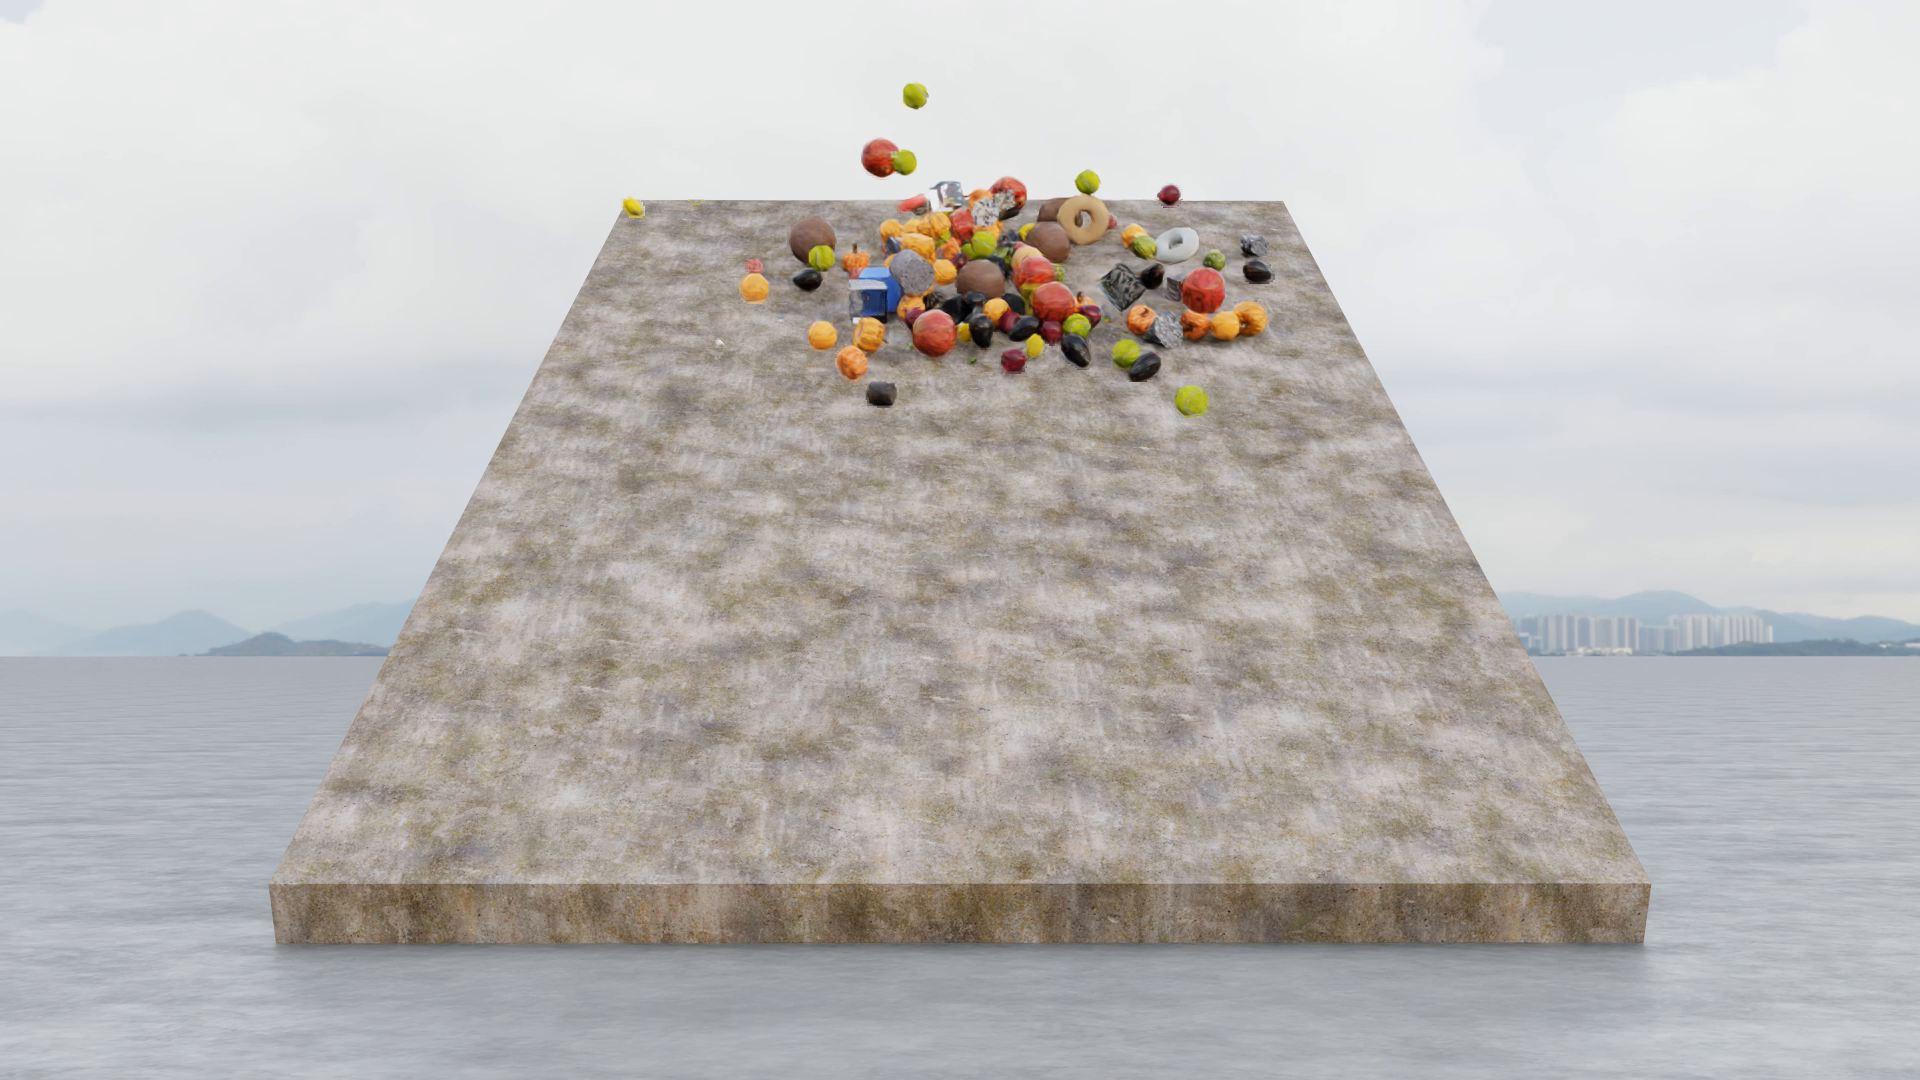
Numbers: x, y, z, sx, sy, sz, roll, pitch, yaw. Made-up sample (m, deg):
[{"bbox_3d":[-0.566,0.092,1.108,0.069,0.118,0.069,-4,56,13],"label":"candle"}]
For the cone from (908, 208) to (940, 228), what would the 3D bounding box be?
[{"bbox_3d":[-0.105,-0.961,6.695,0.092,0.092,0.092,0,17,0],"label":"cone"}]

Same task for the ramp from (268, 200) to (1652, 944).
[{"bbox_3d":[-0.007,-0.223,5.198,2.000,0.100,4.000,0,23,0],"label":"ramp"}]

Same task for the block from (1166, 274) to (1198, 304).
[{"bbox_3d":[0.582,-0.660,6.048,0.058,0.058,0.058,-18,28,-36],"label":"block"}]

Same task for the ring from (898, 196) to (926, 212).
[{"bbox_3d":[-0.132,-0.930,6.374,0.083,0.028,0.083,-21,4,2],"label":"ring"}]

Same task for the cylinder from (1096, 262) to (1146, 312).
[{"bbox_3d":[0.414,-0.649,5.908,0.092,0.092,0.092,-42,8,7],"label":"cylinder"}]

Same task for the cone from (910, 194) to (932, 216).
[{"bbox_3d":[-0.113,-0.973,6.588,0.065,0.065,0.065,0,-24,-3],"label":"cone"}]

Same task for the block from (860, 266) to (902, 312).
[{"bbox_3d":[-0.205,-0.650,5.969,0.092,0.092,0.092,0,23,7],"label":"block"}]

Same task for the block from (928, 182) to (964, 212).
[{"bbox_3d":[-0.036,-0.926,6.213,0.064,0.064,0.064,-5,-10,-30],"label":"block"}]

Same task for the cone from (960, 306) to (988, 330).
[{"bbox_3d":[0.027,-0.552,5.824,0.064,0.064,0.064,-18,-12,31],"label":"cone"}]

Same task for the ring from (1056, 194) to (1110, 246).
[{"bbox_3d":[0.345,-0.898,6.470,0.149,0.149,0.050,0,27,-4],"label":"ring"}]

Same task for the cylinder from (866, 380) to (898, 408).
[{"bbox_3d":[-0.178,-0.334,5.255,0.052,0.052,0.052,-19,-10,23],"label":"cylinder"}]

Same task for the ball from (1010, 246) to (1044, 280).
[{"bbox_3d":[0.183,-0.746,6.205,0.091,0.091,0.091,0,-3,0],"label":"ball"}]

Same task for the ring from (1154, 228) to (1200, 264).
[{"bbox_3d":[0.584,-0.794,6.222,0.130,0.130,0.043,-2,-42,29],"label":"ring"}]

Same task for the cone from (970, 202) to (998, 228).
[{"bbox_3d":[0.060,-0.904,6.341,0.077,0.077,0.077,0,22,-6],"label":"cone"}]

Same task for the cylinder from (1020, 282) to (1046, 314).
[{"bbox_3d":[0.189,-0.624,5.950,0.064,0.064,0.064,0,23,0],"label":"cylinder"}]

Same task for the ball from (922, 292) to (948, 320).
[{"bbox_3d":[-0.062,-0.598,5.878,0.071,0.071,0.071,0,-3,0],"label":"ball"}]

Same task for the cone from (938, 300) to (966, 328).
[{"bbox_3d":[-0.001,-0.565,5.845,0.076,0.076,0.076,-2,-10,40],"label":"cone"}]

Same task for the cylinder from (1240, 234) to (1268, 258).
[{"bbox_3d":[0.823,-0.824,6.446,0.055,0.055,0.055,2,19,-31],"label":"cylinder"}]

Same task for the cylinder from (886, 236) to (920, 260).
[{"bbox_3d":[-0.156,-0.802,6.366,0.073,0.073,0.073,-8,0,-19],"label":"cylinder"}]

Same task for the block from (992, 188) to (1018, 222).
[{"bbox_3d":[0.129,-0.951,6.544,0.057,0.057,0.057,-19,-21,-2],"label":"block"}]

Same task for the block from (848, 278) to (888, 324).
[{"bbox_3d":[-0.234,-0.609,5.879,0.089,0.089,0.089,-3,23,-8],"label":"block"}]

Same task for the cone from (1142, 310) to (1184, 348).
[{"bbox_3d":[0.483,-0.509,5.701,0.097,0.097,0.097,2,-12,-41],"label":"cone"}]
